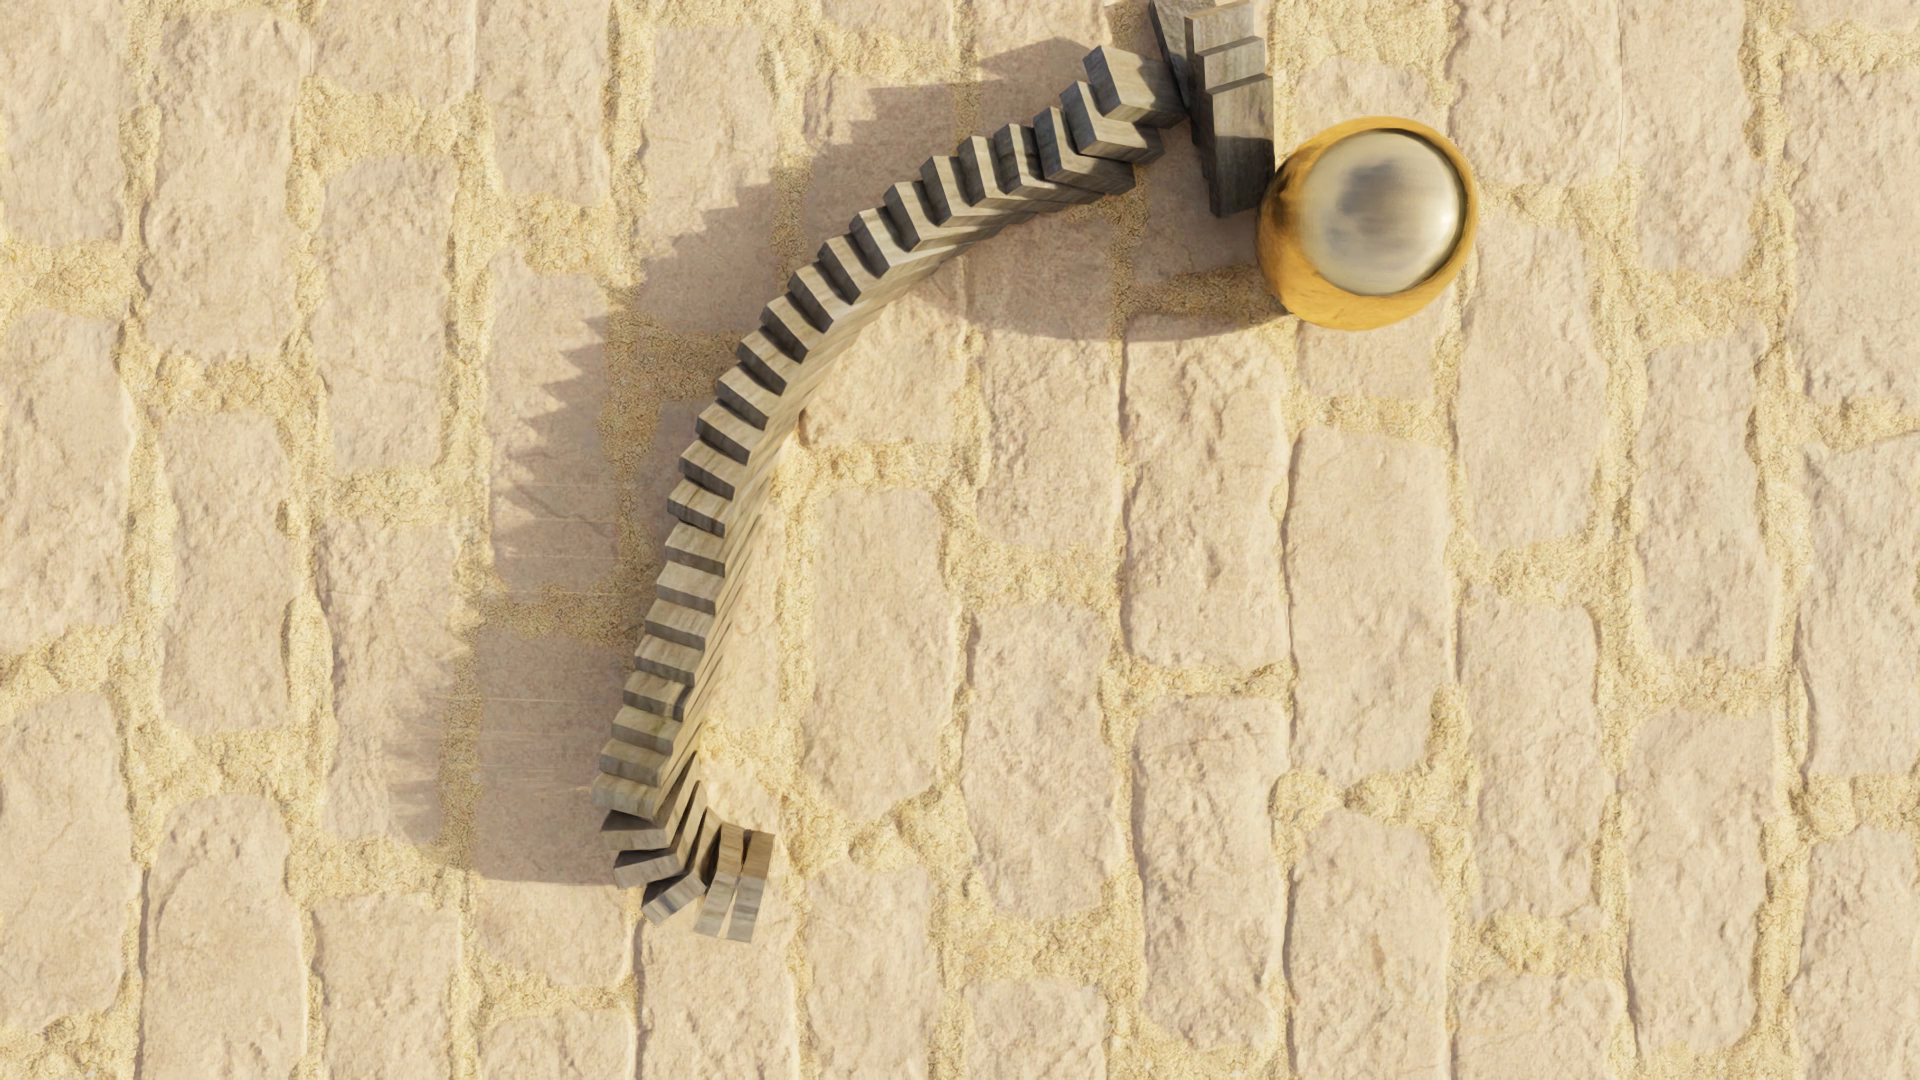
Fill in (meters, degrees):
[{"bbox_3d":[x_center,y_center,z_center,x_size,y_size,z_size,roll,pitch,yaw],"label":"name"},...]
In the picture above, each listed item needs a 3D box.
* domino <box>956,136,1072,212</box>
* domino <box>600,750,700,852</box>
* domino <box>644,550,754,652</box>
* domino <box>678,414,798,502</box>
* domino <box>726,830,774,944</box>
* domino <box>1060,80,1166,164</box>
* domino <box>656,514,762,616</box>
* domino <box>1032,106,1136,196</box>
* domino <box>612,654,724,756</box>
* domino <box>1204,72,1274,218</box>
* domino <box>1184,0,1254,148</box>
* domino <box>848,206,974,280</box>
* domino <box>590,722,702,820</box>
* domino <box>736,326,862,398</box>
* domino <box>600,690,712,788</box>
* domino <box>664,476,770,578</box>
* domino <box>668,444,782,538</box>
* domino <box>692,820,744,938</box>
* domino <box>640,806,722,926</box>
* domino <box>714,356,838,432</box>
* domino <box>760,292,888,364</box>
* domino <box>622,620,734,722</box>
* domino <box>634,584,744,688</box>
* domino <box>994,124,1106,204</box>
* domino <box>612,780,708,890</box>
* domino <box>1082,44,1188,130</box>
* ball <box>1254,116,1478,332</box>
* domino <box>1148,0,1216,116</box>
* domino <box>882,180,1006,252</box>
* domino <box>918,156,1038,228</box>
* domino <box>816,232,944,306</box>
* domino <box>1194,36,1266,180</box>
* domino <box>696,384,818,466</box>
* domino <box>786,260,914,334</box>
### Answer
[{"bbox_3d":[0.023,-0.151,0.381,0.050,0.010,0.025,-14,90,-39],"label":"domino"},{"bbox_3d":[-0.125,0.106,0.375,0.025,0.050,0.010,-2,113,0],"label":"domino"},{"bbox_3d":[-0.107,0.021,0.379,0.025,0.010,0.050,17,46,0],"label":"domino"},{"bbox_3d":[-0.091,-0.041,0.380,0.025,0.010,0.050,30,50,0],"label":"domino"},{"bbox_3d":[-0.085,0.140,0.375,0.010,0.050,0.025,14,90,-8],"label":"domino"},{"bbox_3d":[0.064,-0.171,0.379,0.050,0.010,0.025,-15,86,-44],"label":"domino"},{"bbox_3d":[-0.103,0.006,0.380,0.025,0.010,0.050,17,48,0],"label":"domino"},{"bbox_3d":[0.052,-0.160,0.379,0.050,0.009,0.025,-10,88,-44],"label":"domino"},{"bbox_3d":[-0.119,0.064,0.377,0.025,0.050,0.009,17,126,0],"label":"domino"},{"bbox_3d":[0.116,-0.163,0.381,0.025,0.010,0.050,-17,128,0],"label":"domino"},{"bbox_3d":[0.109,-0.193,0.381,0.025,0.009,0.050,-17,128,0],"label":"domino"},{"bbox_3d":[-0.019,-0.127,0.381,0.050,0.010,0.025,-30,90,-38],"label":"domino"},{"bbox_3d":[-0.127,0.090,0.376,0.025,0.050,0.010,15,117,0],"label":"domino"},{"bbox_3d":[-0.066,-0.082,0.381,0.025,0.010,0.050,43,51,0],"label":"domino"},{"bbox_3d":[-0.124,0.077,0.376,0.025,0.050,0.010,17,122,0],"label":"domino"},{"bbox_3d":[-0.100,-0.010,0.380,0.025,0.010,0.050,17,50,0],"label":"domino"},{"bbox_3d":[-0.097,-0.026,0.380,0.025,0.010,0.050,25,50,0],"label":"domino"},{"bbox_3d":[-0.098,0.137,0.375,0.009,0.050,0.025,22,90,-13],"label":"domino"},{"bbox_3d":[-0.113,0.132,0.375,0.025,0.050,0.009,-35,106,1],"label":"domino"},{"bbox_3d":[-0.075,-0.069,0.381,0.025,0.010,0.050,38,51,0],"label":"domino"},{"bbox_3d":[-0.056,-0.095,0.381,0.025,0.010,0.050,48,51,0],"label":"domino"},{"bbox_3d":[-0.115,0.050,0.378,0.025,0.050,0.010,17,131,0],"label":"domino"},{"bbox_3d":[-0.111,0.035,0.379,0.025,0.050,0.010,17,134,0],"label":"domino"},{"bbox_3d":[0.038,-0.155,0.380,0.050,0.009,0.025,-12,89,-39],"label":"domino"},{"bbox_3d":[-0.121,0.119,0.375,0.025,0.050,0.010,-14,109,0],"label":"domino"},{"bbox_3d":[0.073,-0.186,0.379,0.050,0.009,0.025,-17,87,-44],"label":"domino"},{"bbox_3d":[0.157,-0.123,0.360,0.080,0.080,0.080,0,90,0],"label":"ball"},{"bbox_3d":[0.101,-0.212,0.395,0.025,0.010,0.050,-17,90,0],"label":"domino"},{"bbox_3d":[-0.006,-0.136,0.381,0.050,0.010,0.025,-25,90,-39],"label":"domino"},{"bbox_3d":[0.009,-0.145,0.381,0.050,0.009,0.025,-19,90,-39],"label":"domino"},{"bbox_3d":[-0.032,-0.117,0.381,0.050,0.010,0.025,-34,90,-38],"label":"domino"},{"bbox_3d":[0.113,-0.178,0.381,0.025,0.010,0.050,-17,128,0],"label":"domino"},{"bbox_3d":[-0.084,-0.055,0.381,0.025,0.009,0.050,34,51,0],"label":"domino"},{"bbox_3d":[-0.045,-0.107,0.381,0.025,0.010,0.050,52,51,0],"label":"domino"}]
